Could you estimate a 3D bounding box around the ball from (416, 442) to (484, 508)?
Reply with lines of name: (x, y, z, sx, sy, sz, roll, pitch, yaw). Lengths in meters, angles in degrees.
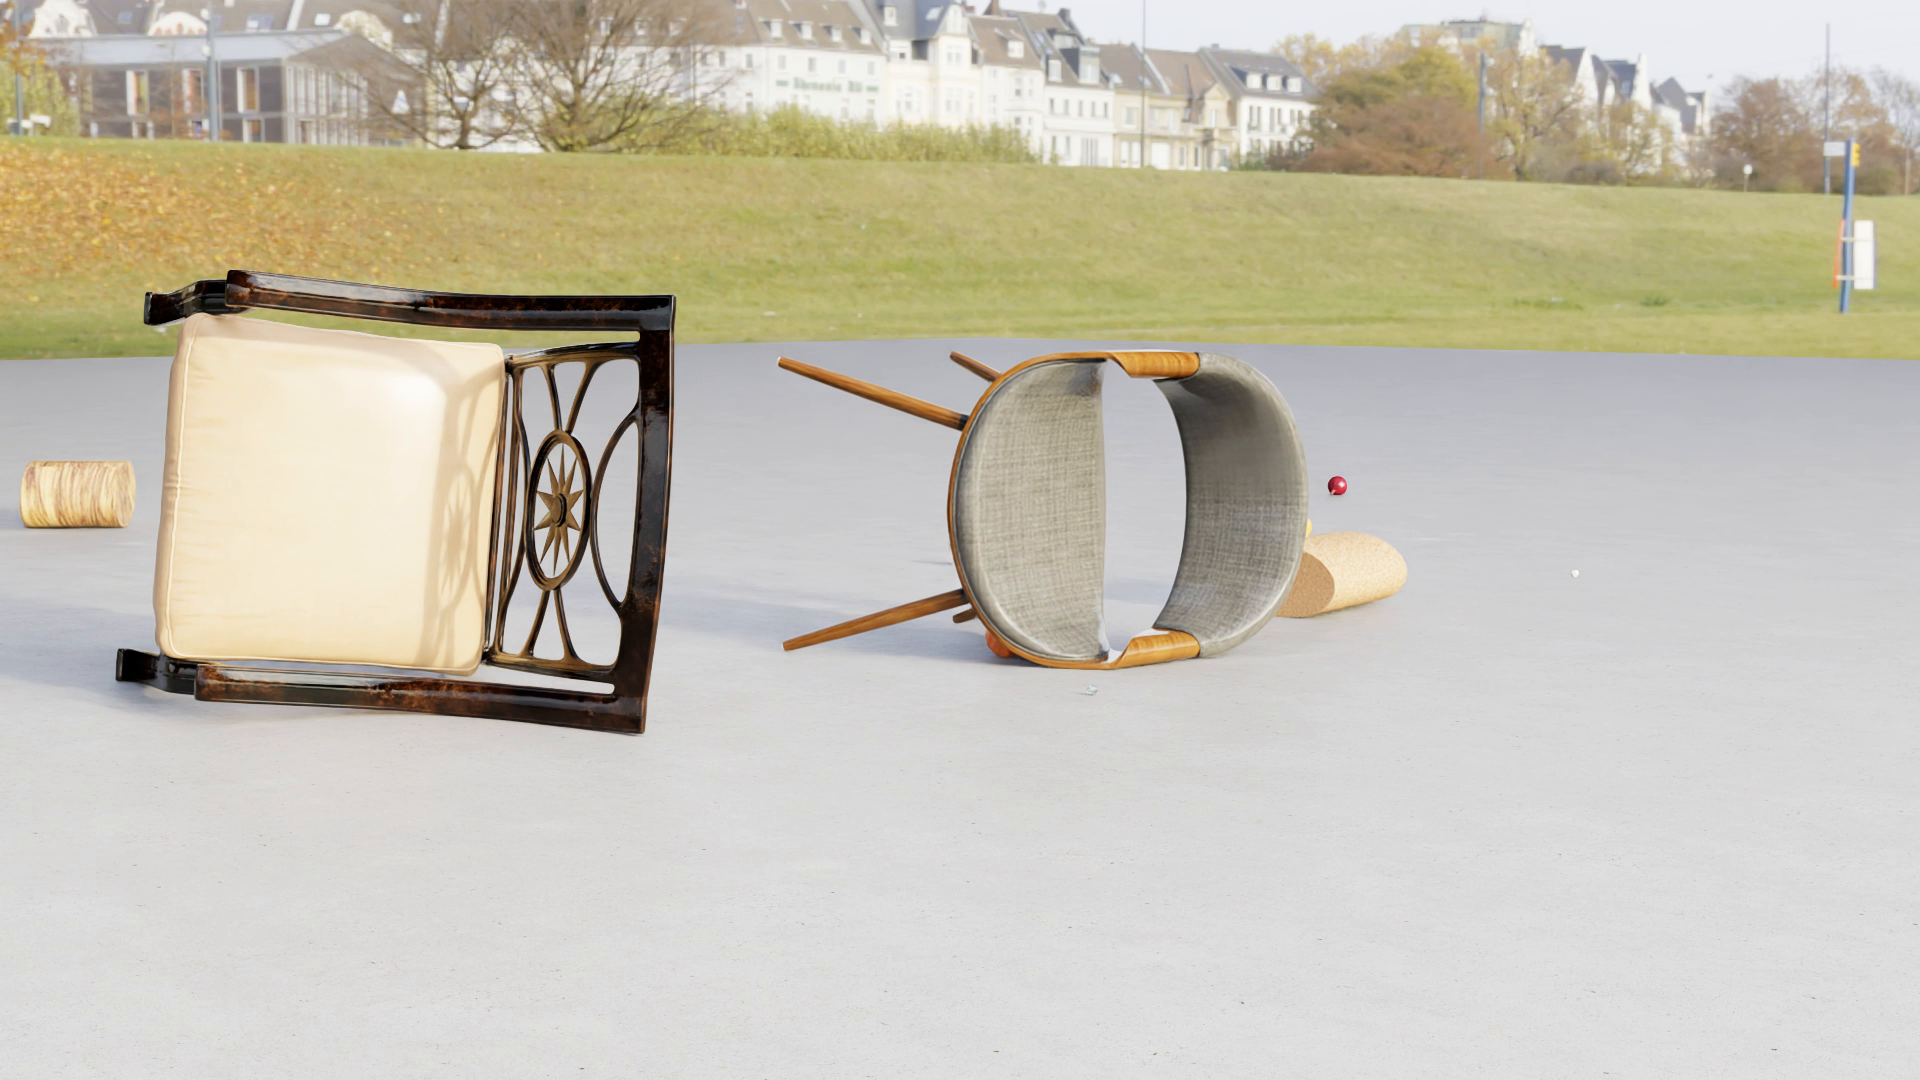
ball: (-1.450, -0.187, 7.302, 0.189, 0.189, 0.189, 0, 6, 0)

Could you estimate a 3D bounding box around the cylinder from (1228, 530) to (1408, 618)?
cylinder: (0.711, 0.066, 5.085, 0.235, 0.141, 0.312, 10, 11, 35)

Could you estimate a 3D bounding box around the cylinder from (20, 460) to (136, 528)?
cylinder: (-2.317, -0.121, 6.745, 0.245, 0.164, 0.207, 0, 32, -3)

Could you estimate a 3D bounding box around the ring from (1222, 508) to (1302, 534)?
ring: (0.780, -0.047, 6.610, 0.196, 0.055, 0.223, -5, 7, -32)
